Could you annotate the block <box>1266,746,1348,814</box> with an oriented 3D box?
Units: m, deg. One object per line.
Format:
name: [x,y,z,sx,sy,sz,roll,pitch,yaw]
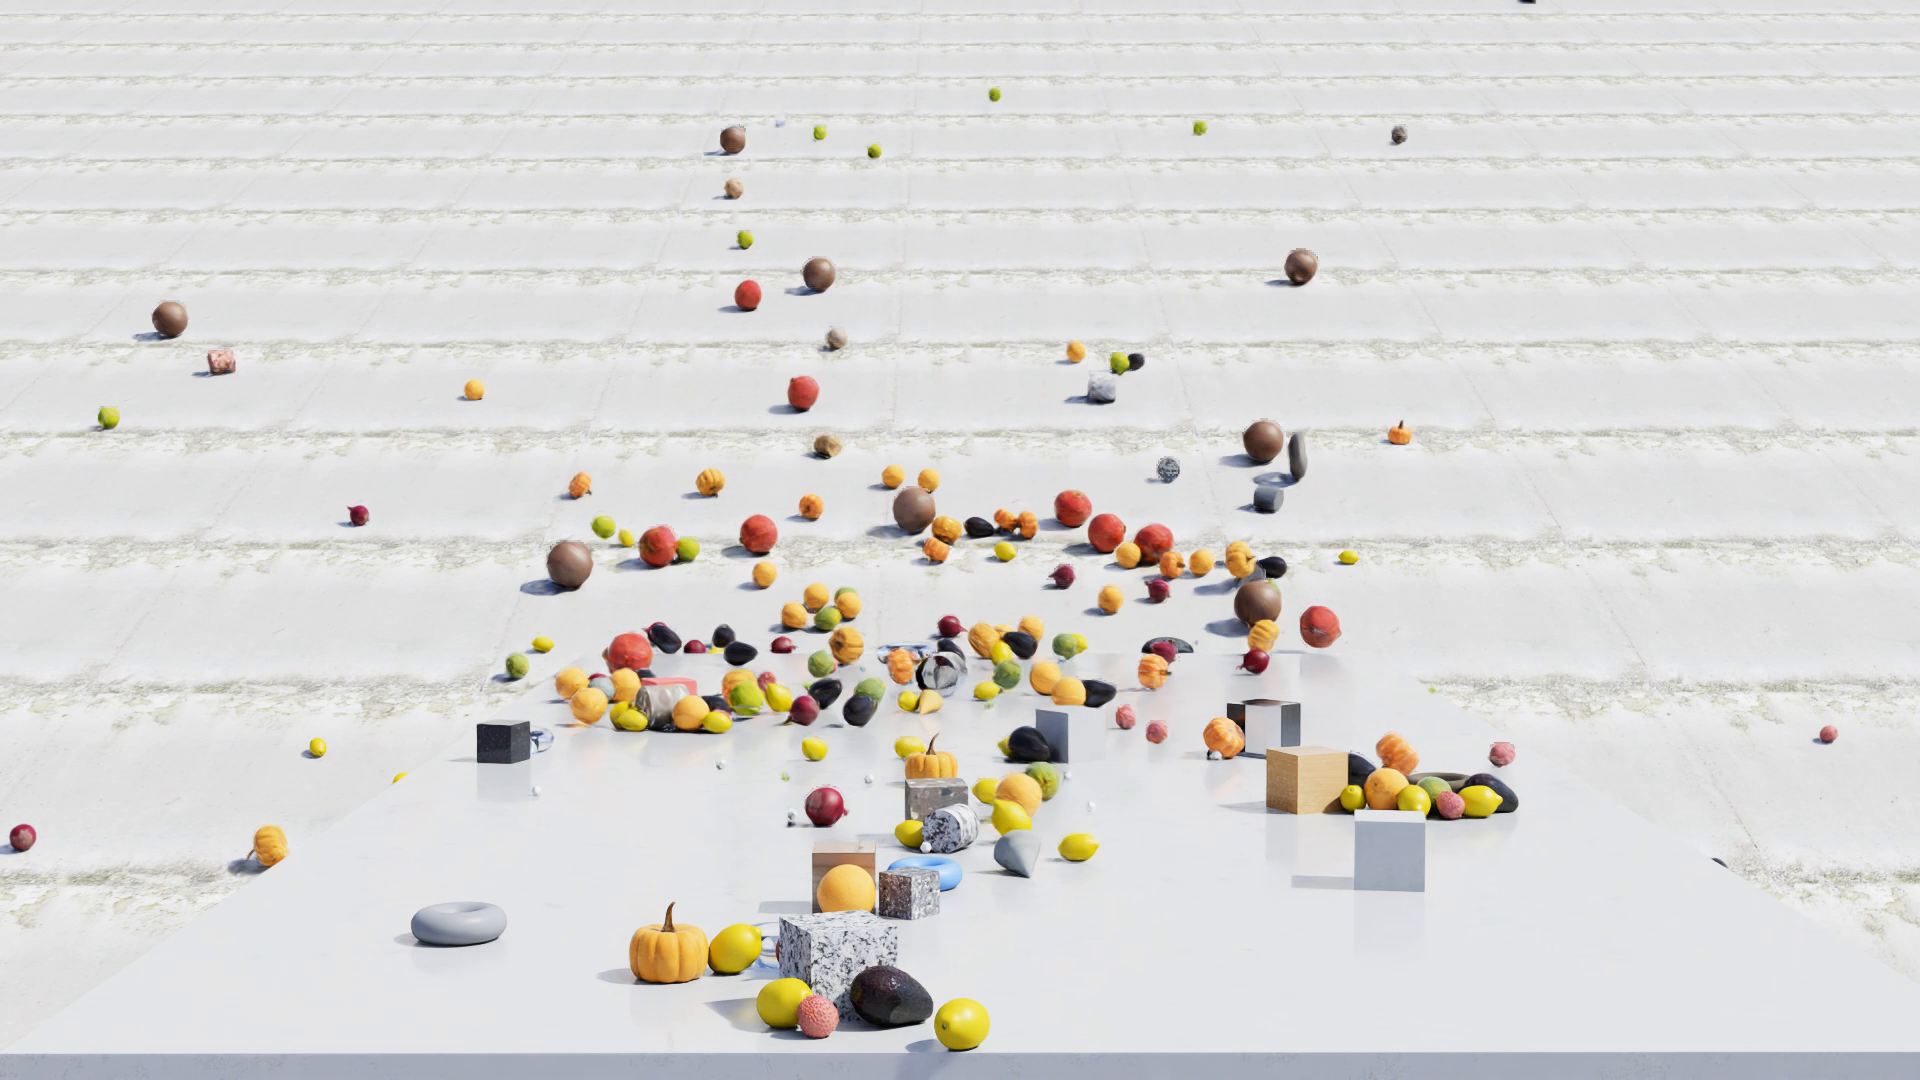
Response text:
block: [0.545,0.377,4.041,0.092,0.092,0.092,-1,3,-25]

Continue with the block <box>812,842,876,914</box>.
block: [-0.146,0.427,3.245,0.079,0.079,0.079,0,3,-1]

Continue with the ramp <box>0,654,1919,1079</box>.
ramp: [0.049,0.446,4.532,2.000,0.100,4.000,0,3,0]

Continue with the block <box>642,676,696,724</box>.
block: [-0.582,0.322,5.141,0.085,0.085,0.085,-2,4,-28]

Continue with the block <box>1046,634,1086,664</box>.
block: [0.258,0.291,6.288,0.090,0.090,0.090,2,21,-1]

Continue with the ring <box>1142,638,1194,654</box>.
ring: [0.542,0.295,6.708,0.139,0.046,0.139,1,22,0]

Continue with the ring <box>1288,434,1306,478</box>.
ring: [1.050,-0.260,7.996,0.046,0.139,0.139,-4,21,2]

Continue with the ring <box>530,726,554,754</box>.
ring: [-0.808,0.367,4.719,0.123,0.041,0.123,0,4,0]

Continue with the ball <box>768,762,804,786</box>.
ball: [-0.291,0.405,4.324,0.061,0.061,0.061,0,21,0]

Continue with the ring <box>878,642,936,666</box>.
ring: [-0.130,0.277,6.285,0.147,0.049,0.147,-2,3,0]

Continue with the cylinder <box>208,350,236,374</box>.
cylinder: [-2.595,-0.625,9.033,0.077,0.077,0.077,-11,24,-27]

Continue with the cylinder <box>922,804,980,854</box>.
cylinder: [-0.013,0.412,3.671,0.062,0.062,0.062,10,7,24]

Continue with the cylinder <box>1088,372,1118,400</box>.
cylinder: [0.484,-0.523,8.746,0.094,0.094,0.094,3,21,7]

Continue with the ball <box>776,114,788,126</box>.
ball: [-0.894,-2.104,12.866,0.060,0.060,0.060,0,21,0]

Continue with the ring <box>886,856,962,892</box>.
ring: [-0.047,0.442,3.395,0.102,0.034,0.102,-1,4,0]

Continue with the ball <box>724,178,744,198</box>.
ball: [-1.006,-1.568,11.448,0.088,0.088,0.088,0,21,0]

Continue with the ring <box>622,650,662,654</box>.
ring: [-0.829,0.315,6.594,0.143,0.048,0.143,-8,-11,-2]

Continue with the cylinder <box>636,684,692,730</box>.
cylinder: [-0.582,0.327,5.045,0.084,0.084,0.084,-2,20,-28]

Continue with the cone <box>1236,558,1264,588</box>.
cone: [0.794,0.110,7.197,0.083,0.083,0.083,18,54,38]

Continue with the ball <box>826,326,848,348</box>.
ball: [-0.446,-0.733,9.312,0.078,0.078,0.078,0,21,0]

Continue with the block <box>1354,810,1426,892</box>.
block: [0.569,0.411,3.405,0.092,0.092,0.092,0,3,9]

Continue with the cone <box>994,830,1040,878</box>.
cone: [0.086,0.438,3.478,0.067,0.067,0.067,-5,31,-14]

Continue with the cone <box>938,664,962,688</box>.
cone: [-0.033,0.317,5.757,0.059,0.059,0.059,7,32,18]

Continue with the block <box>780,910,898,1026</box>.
block: [-0.128,0.448,2.699,0.096,0.096,0.096,-1,3,-24]

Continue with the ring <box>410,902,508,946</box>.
ring: [-0.598,0.457,3.068,0.114,0.038,0.114,-1,2,0]

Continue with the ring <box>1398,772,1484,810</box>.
ring: [0.763,0.398,4.081,0.135,0.045,0.135,-1,4,0]

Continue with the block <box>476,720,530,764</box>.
block: [-0.814,0.359,4.586,0.069,0.069,0.069,1,3,20]

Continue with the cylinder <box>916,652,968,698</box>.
cylinder: [-0.040,0.293,5.592,0.093,0.093,0.093,6,4,14]

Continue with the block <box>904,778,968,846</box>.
block: [-0.035,0.396,3.754,0.084,0.084,0.084,0,3,-7]

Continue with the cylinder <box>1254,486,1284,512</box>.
cylinder: [0.932,-0.126,7.761,0.069,0.069,0.069,13,25,29]

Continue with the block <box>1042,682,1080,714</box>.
block: [0.209,0.325,5.280,0.054,0.054,0.054,-5,7,26]

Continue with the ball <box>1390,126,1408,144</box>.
ball: [2.136,-1.970,12.487,0.084,0.084,0.084,0,21,0]

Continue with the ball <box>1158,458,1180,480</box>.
ball: [0.651,-0.219,7.999,0.070,0.070,0.070,0,21,0]

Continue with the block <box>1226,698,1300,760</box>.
block: [0.550,0.342,4.656,0.095,0.095,0.095,-3,4,-43]

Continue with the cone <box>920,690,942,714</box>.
cone: [-0.070,0.344,5.281,0.054,0.054,0.054,10,34,23]

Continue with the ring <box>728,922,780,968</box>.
ring: [-0.211,0.464,2.948,0.111,0.037,0.111,-1,4,0]

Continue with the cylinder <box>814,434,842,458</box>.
cylinder: [-0.423,-0.302,8.221,0.063,0.063,0.063,17,27,37]
